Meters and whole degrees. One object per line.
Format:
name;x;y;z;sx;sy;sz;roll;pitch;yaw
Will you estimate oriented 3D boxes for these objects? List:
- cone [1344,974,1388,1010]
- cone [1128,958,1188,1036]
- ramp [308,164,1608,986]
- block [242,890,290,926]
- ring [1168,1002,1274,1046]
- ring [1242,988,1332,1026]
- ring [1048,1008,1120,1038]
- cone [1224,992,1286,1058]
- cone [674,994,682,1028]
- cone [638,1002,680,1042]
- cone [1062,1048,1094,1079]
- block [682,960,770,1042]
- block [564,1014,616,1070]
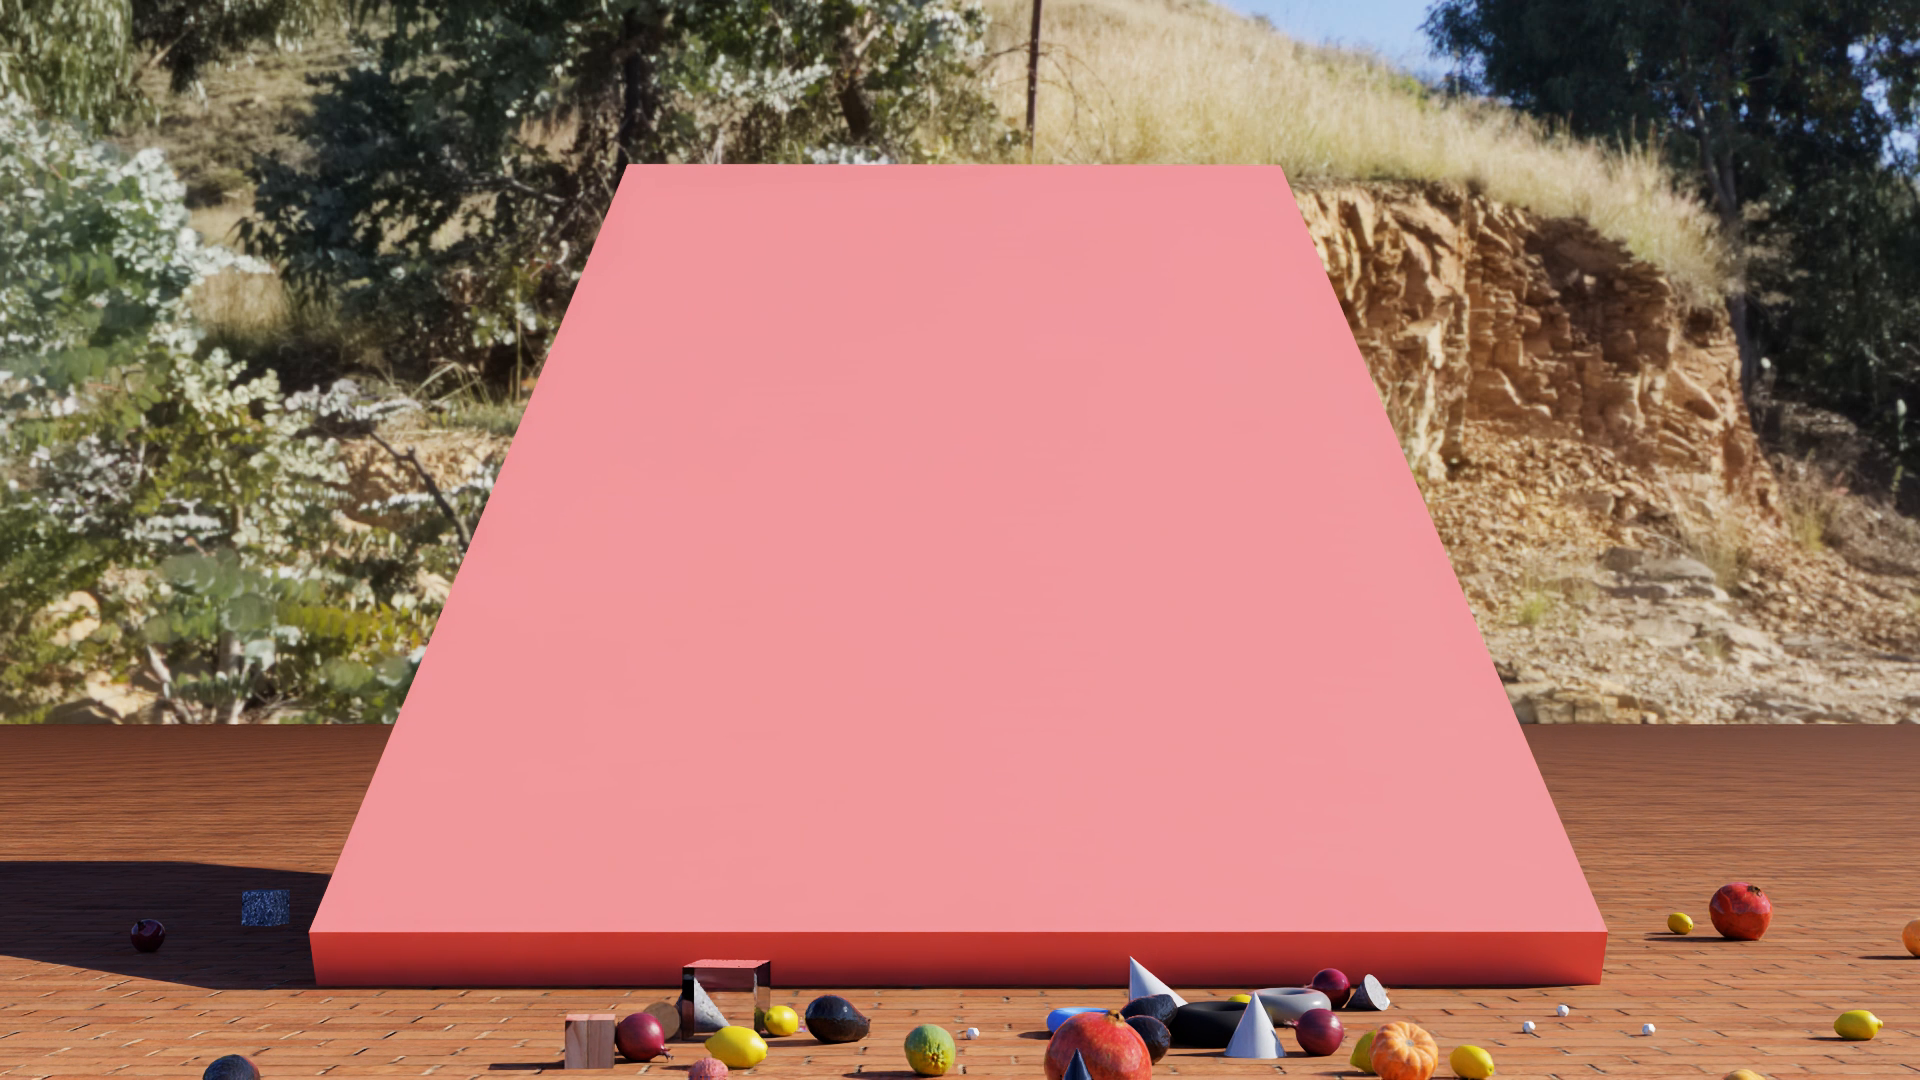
cone;0.573;0.658;3.373;0.055;0.055;0.055;-33;-21;27
cone;0.242;0.588;3.089;0.091;0.091;0.091;-21;-20;-8
ramp;-0.010;-0.229;5.447;2.000;0.100;4.000;0;26;0
block;-1.399;0.741;4.750;0.067;0.067;0.067;-1;-4;13
ring;0.335;0.623;3.031;0.136;0.045;0.136;-1;-3;0
ring;0.445;0.639;3.223;0.126;0.042;0.126;-1;-4;0
ring;0.162;0.634;3.092;0.097;0.032;0.097;1;-4;0
cone;0.365;0.597;2.917;0.078;0.078;0.078;0;-4;0
cone;-0.335;0.634;3.157;0.092;0.092;0.092;27;-5;-1
cone;-0.385;0.635;3.061;0.054;0.054;0.054;0;-31;5
cone;0.119;0.556;2.394;0.081;0.081;0.081;0;-4;0
block;-0.304;0.601;3.075;0.095;0.095;0.095;-1;-4;8
block;-0.443;0.601;2.823;0.057;0.057;0.057;0;-4;-6
